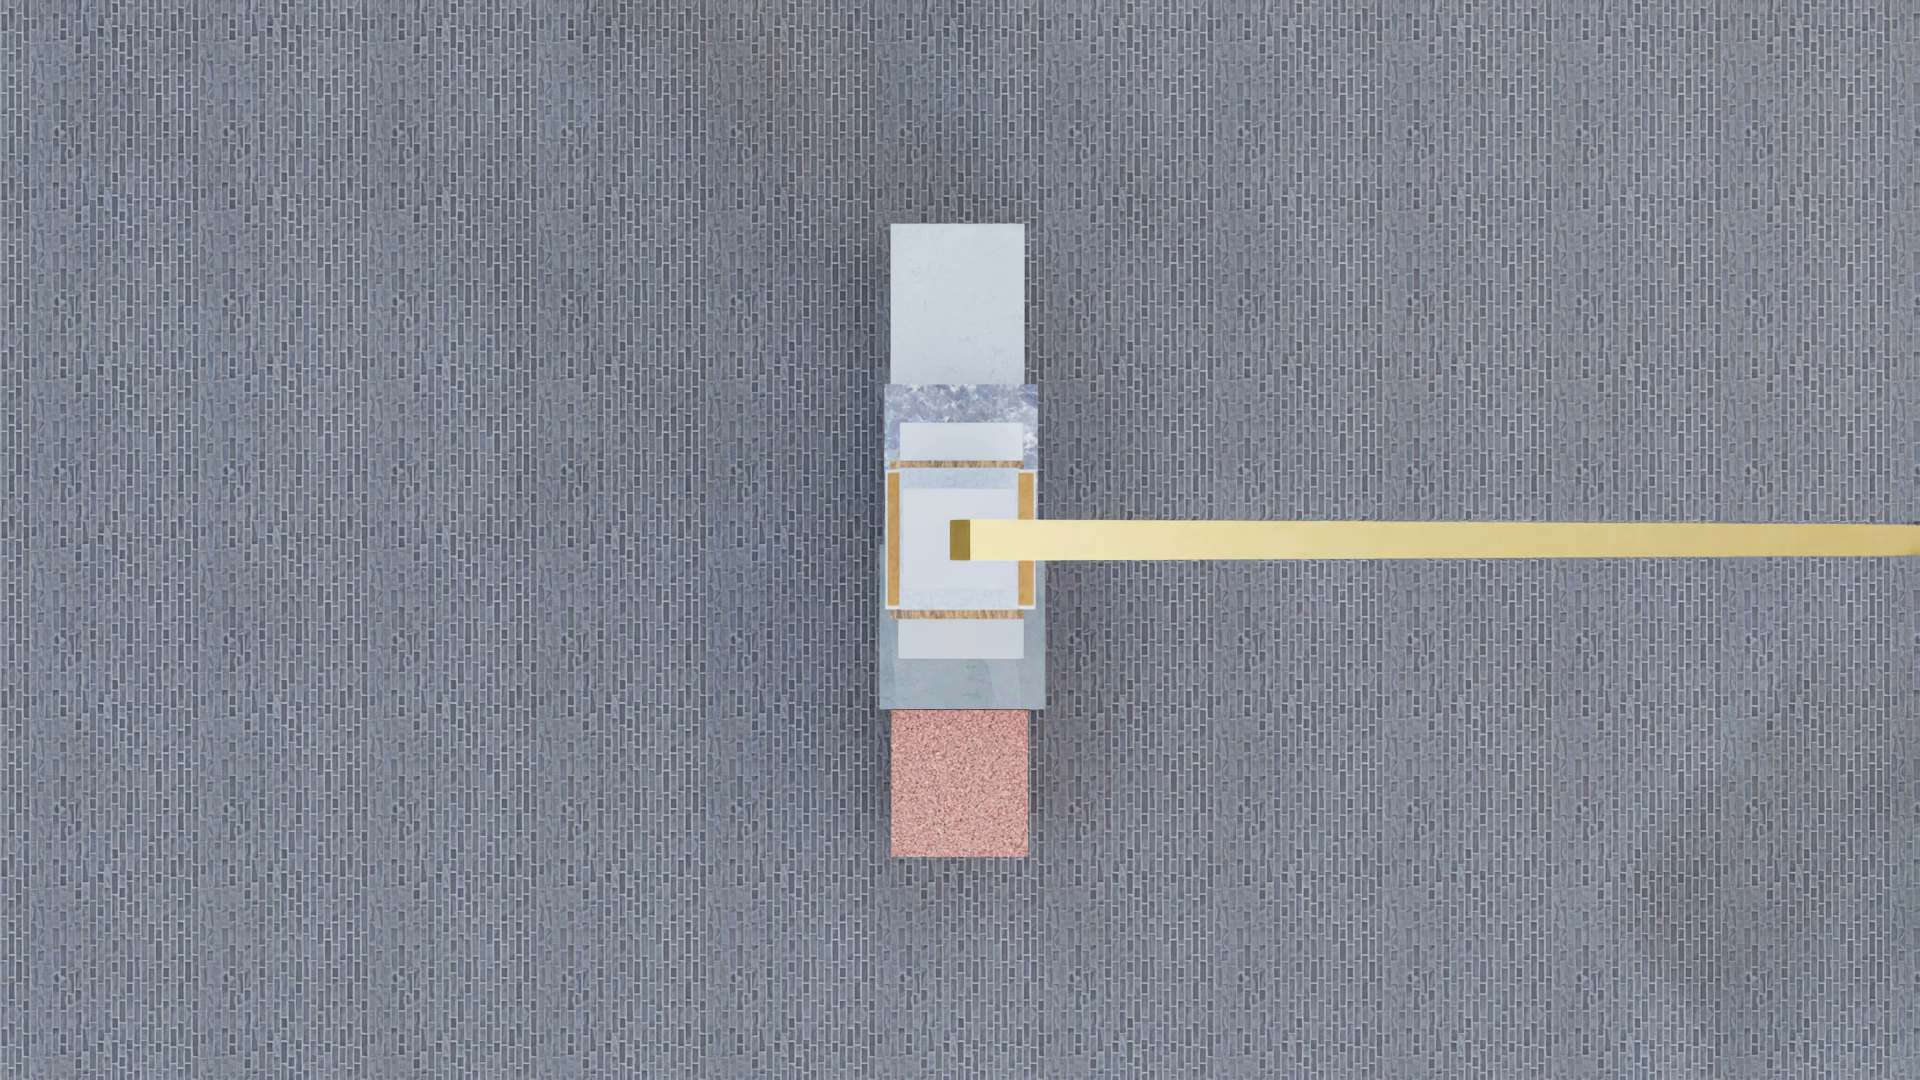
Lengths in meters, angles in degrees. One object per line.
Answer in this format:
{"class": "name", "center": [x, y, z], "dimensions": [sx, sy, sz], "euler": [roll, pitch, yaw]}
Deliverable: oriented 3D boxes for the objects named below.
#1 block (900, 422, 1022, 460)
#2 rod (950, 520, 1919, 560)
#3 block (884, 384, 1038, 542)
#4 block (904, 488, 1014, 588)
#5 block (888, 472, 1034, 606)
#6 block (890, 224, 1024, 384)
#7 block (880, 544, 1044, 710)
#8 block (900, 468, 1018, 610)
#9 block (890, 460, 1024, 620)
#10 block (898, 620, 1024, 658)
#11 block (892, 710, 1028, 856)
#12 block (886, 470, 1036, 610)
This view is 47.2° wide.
{"class": "block", "center": [0.008, -0.291, 11.842], "dimensions": [0.644, 0.578, 0.652], "euler": [0, 90, 0]}
{"class": "rod", "center": [2.234, 0.000, 5.625], "dimensions": [5.200, 0.080, 0.080], "euler": [0, 90, -31]}
{"class": "block", "center": [0.005, -0.421, 12.566], "dimensions": [0.844, 0.869, 0.874], "euler": [0, 90, 0]}
{"class": "block", "center": [-0.004, -0.005, 8.686], "dimensions": [0.431, 0.388, 0.383], "euler": [0, 90, 0]}
{"class": "block", "center": [0.003, -0.003, 9.734], "dimensions": [0.628, 0.568, 0.571], "euler": [0, 90, 0]}
{"class": "block", "center": [-0.014, -1.318, 12.646], "dimensions": [0.746, 0.709, 0.899], "euler": [0, 90, 0]}
{"class": "block", "center": [0.012, 0.482, 12.595], "dimensions": [0.917, 0.809, 0.913], "euler": [0, 90, 0]}
{"class": "block", "center": [-0.005, -0.004, 9.165], "dimensions": [0.480, 0.570, 0.573], "euler": [0, 90, 0]}
{"class": "block", "center": [-0.016, -0.001, 11.112], "dimensions": [0.654, 0.720, 0.777], "euler": [0, 90, 0]}
{"class": "block", "center": [0.005, 0.331, 11.831], "dimensions": [0.651, 0.719, 0.573], "euler": [0, 90, 0]}
{"class": "block", "center": [-0.002, 1.358, 12.635], "dimensions": [0.762, 0.730, 0.819], "euler": [0, 90, 0]}
{"class": "block", "center": [0.002, -0.002, 10.385], "dimensions": [0.683, 0.733, 0.635], "euler": [0, 90, 0]}
